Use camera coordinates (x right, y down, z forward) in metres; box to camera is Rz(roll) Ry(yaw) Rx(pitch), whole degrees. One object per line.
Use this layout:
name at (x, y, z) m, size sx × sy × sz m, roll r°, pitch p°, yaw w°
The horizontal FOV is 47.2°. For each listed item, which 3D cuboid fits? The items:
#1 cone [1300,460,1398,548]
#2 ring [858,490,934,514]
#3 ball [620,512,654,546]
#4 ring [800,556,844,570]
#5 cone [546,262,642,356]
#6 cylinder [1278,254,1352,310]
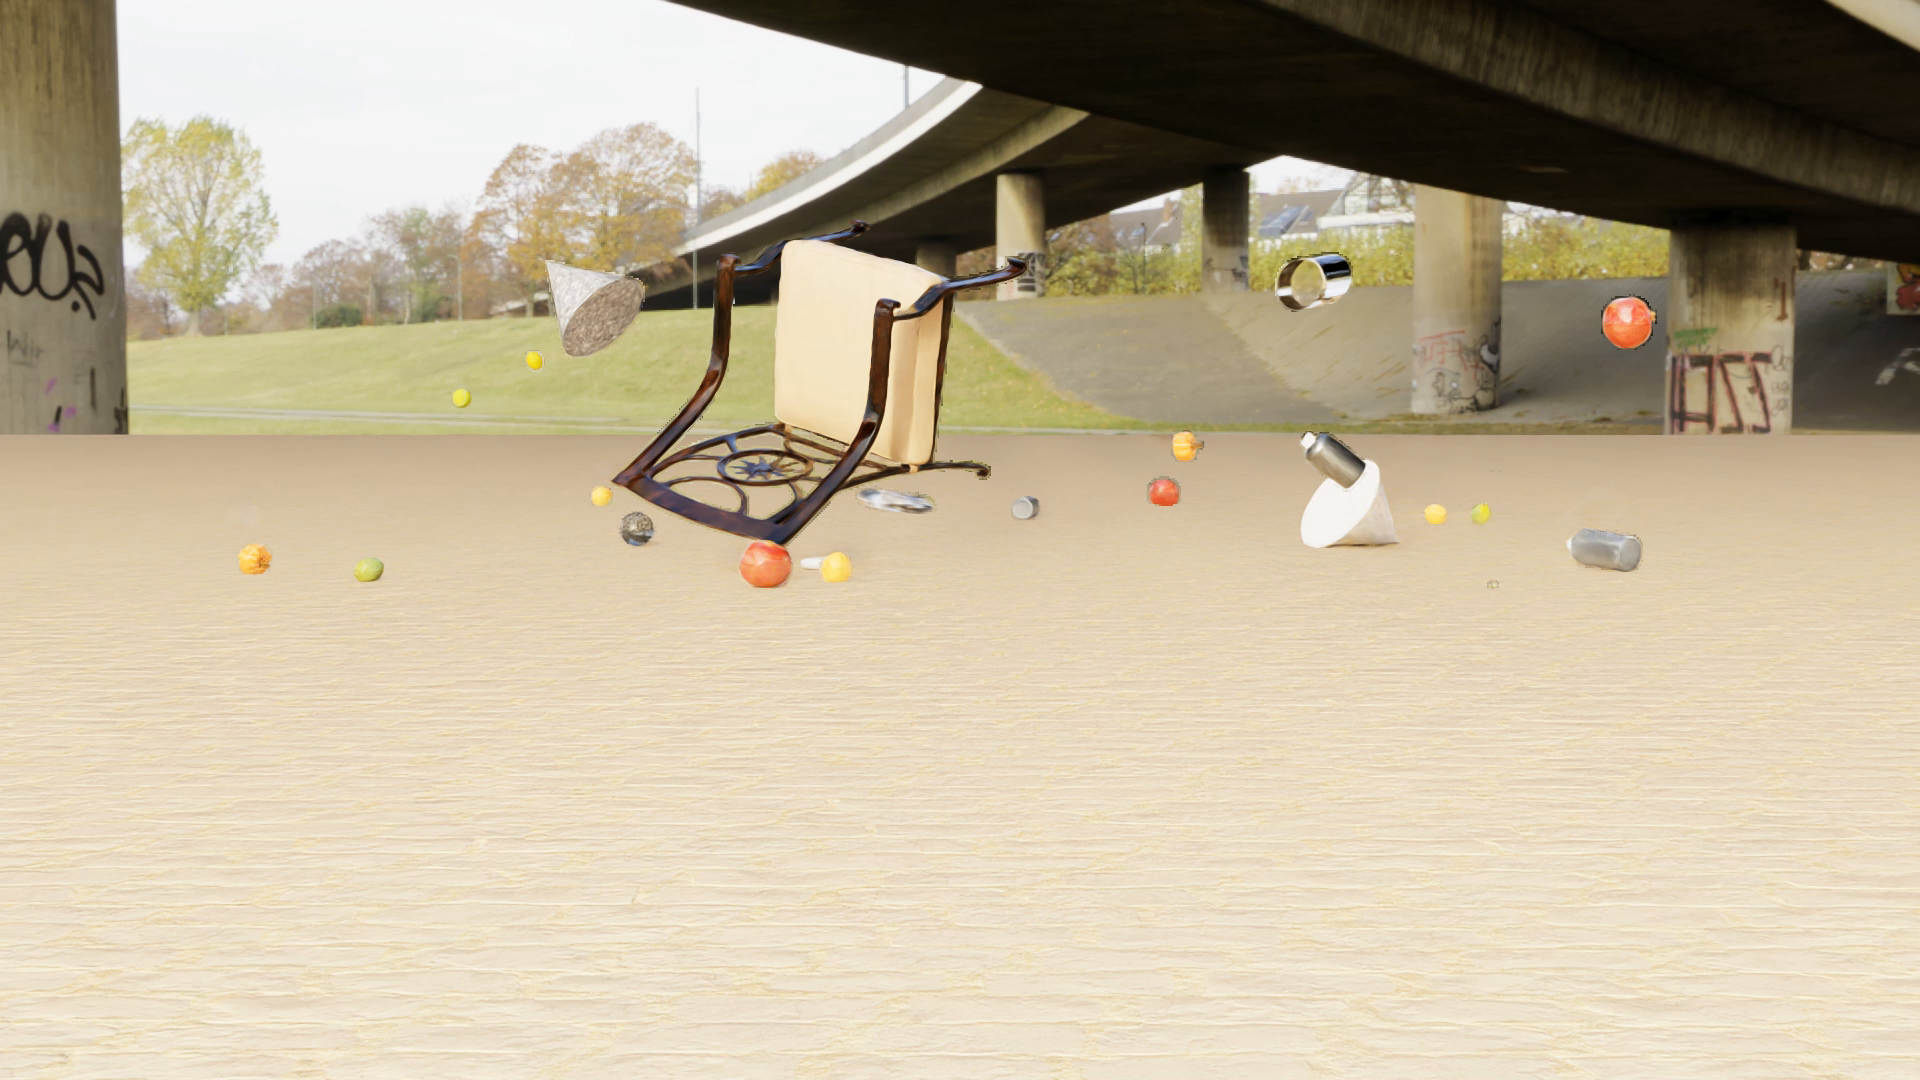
cone at (1.177, -0.047, 6.320) m, size 0.294 × 0.300 × 0.203 m, roll 29°, pitch 18°, yaw -38°
ring at (-0.236, -0.140, 8.010) m, size 0.323 × 0.063 × 0.226 m, roll 11°, pitch 5°, yaw 39°
ball at (-0.923, -0.031, 6.284) m, size 0.098 × 0.098 × 0.098 m, roll 0°, pitch 4°, yaw 0°
ring at (-0.345, 0.058, 5.492) m, size 0.116 × 0.029 × 0.089 m, roll -2°, pitch 3°, yaw -40°
cone at (-1.221, -0.794, 6.968) m, size 0.309 × 0.315 × 0.261 m, roll 44°, pitch -8°, yaw 25°
cylinder at (1.084, -0.791, 6.741) m, size 0.112 × 0.149 × 0.224 m, roll -13°, pitch -4°, yaw -29°
